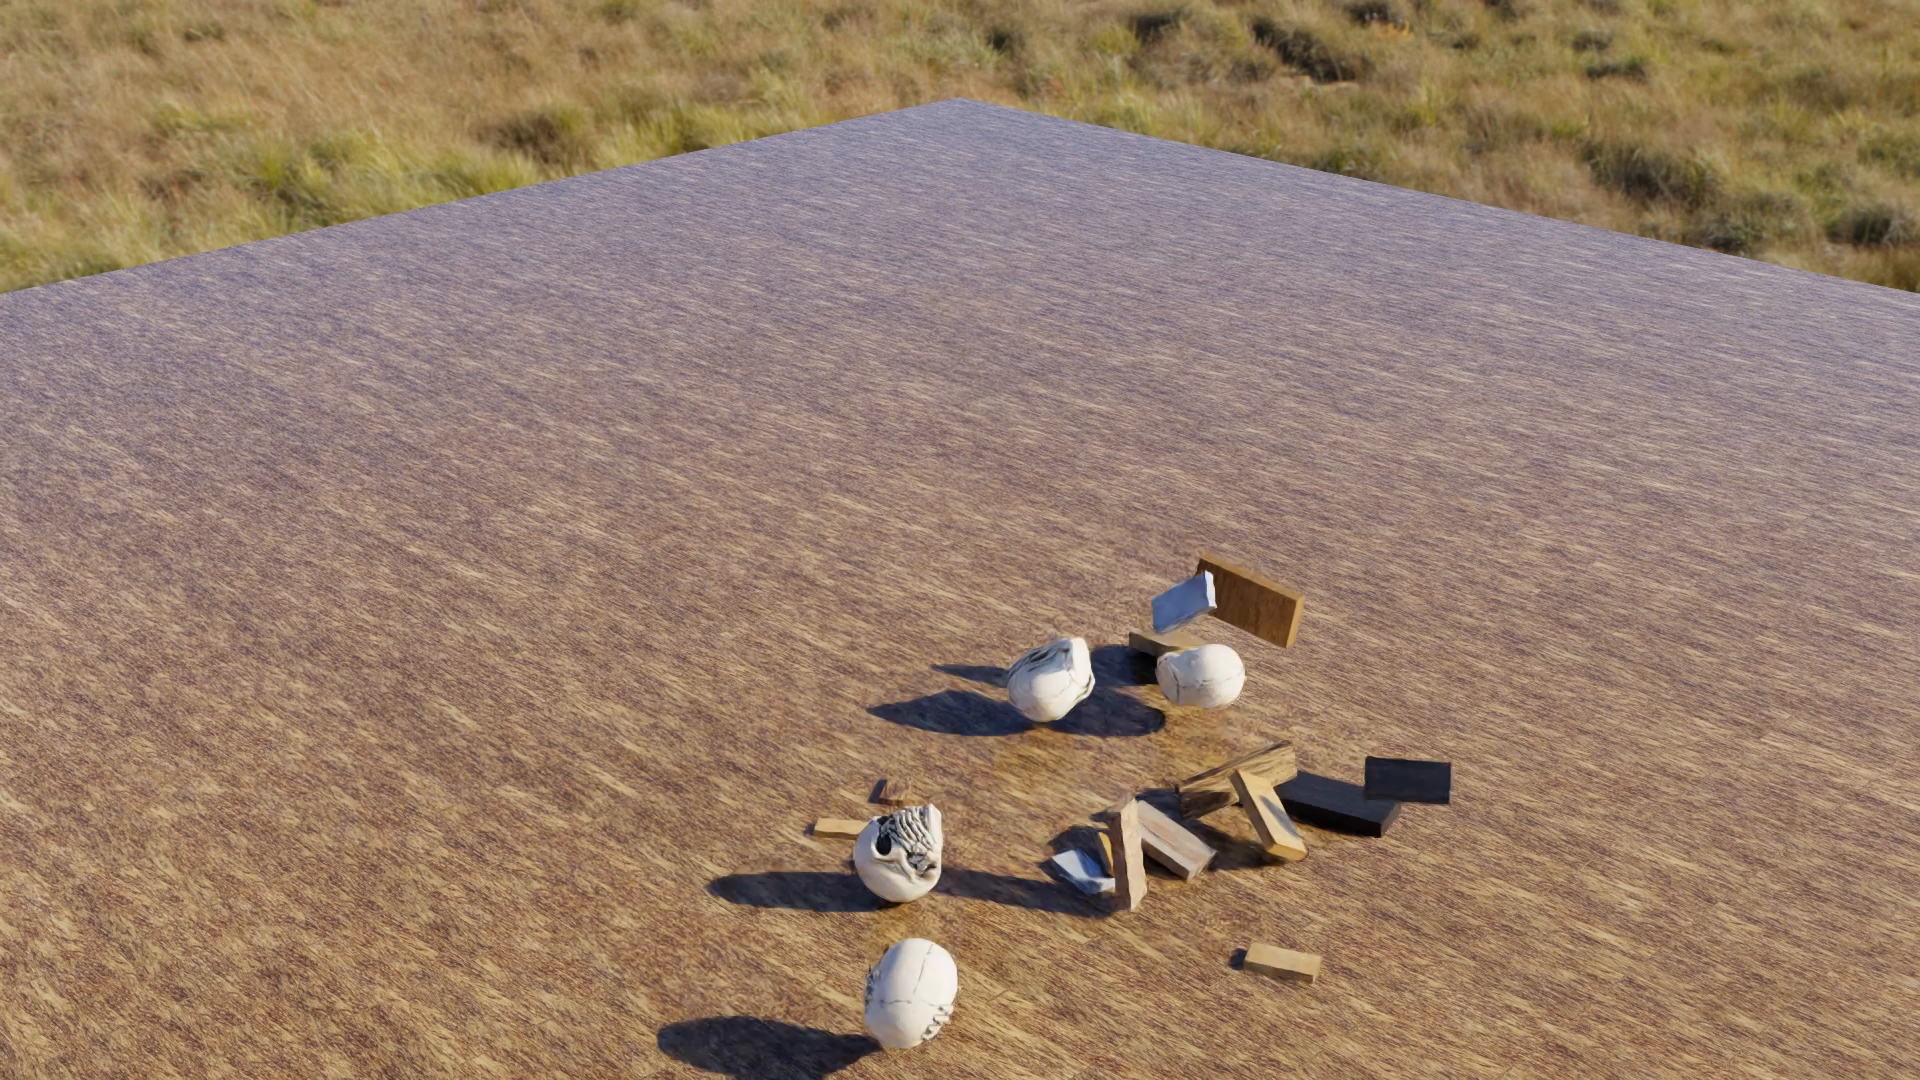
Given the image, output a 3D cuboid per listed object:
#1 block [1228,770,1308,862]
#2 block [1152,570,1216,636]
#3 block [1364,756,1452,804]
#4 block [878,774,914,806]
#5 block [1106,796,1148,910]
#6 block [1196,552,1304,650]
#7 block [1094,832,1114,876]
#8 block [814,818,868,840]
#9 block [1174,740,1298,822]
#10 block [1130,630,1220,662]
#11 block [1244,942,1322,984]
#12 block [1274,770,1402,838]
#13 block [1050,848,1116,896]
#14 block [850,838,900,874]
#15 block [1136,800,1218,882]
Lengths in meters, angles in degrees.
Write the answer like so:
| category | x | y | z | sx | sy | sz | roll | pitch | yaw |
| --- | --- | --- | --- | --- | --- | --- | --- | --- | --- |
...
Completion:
| category | x | y | z | sx | sy | sz | roll | pitch | yaw |
| --- | --- | --- | --- | --- | --- | --- | --- | --- | --- |
| block | 0.602 | 0.538 | 4.298 | 0.094 | 0.027 | 0.189 | 21 | 31 | -38 |
| block | 0.471 | 0.134 | 4.633 | 0.023 | 0.080 | 0.160 | 20 | -36 | -36 |
| block | 0.857 | 0.462 | 4.215 | 0.160 | 0.080 | 0.023 | 3 | -10 | 8 |
| block | -0.131 | 0.516 | 4.527 | 0.050 | 0.014 | 0.101 | 5 | 23 | 11 |
| block | 0.312 | 0.585 | 4.105 | 0.027 | 0.189 | 0.095 | -4 | 9 | 23 |
| block | 0.626 | 0.133 | 4.815 | 0.247 | 0.123 | 0.035 | 25 | 32 | 28 |
| block | 0.304 | 0.615 | 4.250 | 0.064 | 0.018 | 0.128 | 23 | 18 | -18 |
| block | -0.236 | 0.577 | 4.384 | 0.101 | 0.014 | 0.050 | 4 | 23 | 9 |
| block | 0.556 | 0.484 | 4.422 | 0.261 | 0.080 | 0.023 | -20 | 24 | -17 |
| block | 0.491 | 0.243 | 5.041 | 0.123 | 0.035 | 0.247 | -1 | 6 | -16 |
| block | 0.580 | 0.759 | 3.949 | 0.128 | 0.018 | 0.064 | 9 | 25 | 20 |
| block | 0.726 | 0.526 | 4.477 | 0.316 | 0.035 | 0.123 | 12 | 26 | 27 |
| block | 0.236 | 0.638 | 4.233 | 0.064 | 0.018 | 0.128 | -14 | 27 | -29 |
| block | -0.165 | 0.615 | 4.293 | 0.050 | 0.014 | 0.101 | 15 | 27 | 31 |
| block | 0.398 | 0.585 | 4.289 | 0.189 | 0.027 | 0.094 | 33 | 37 | 29 |
